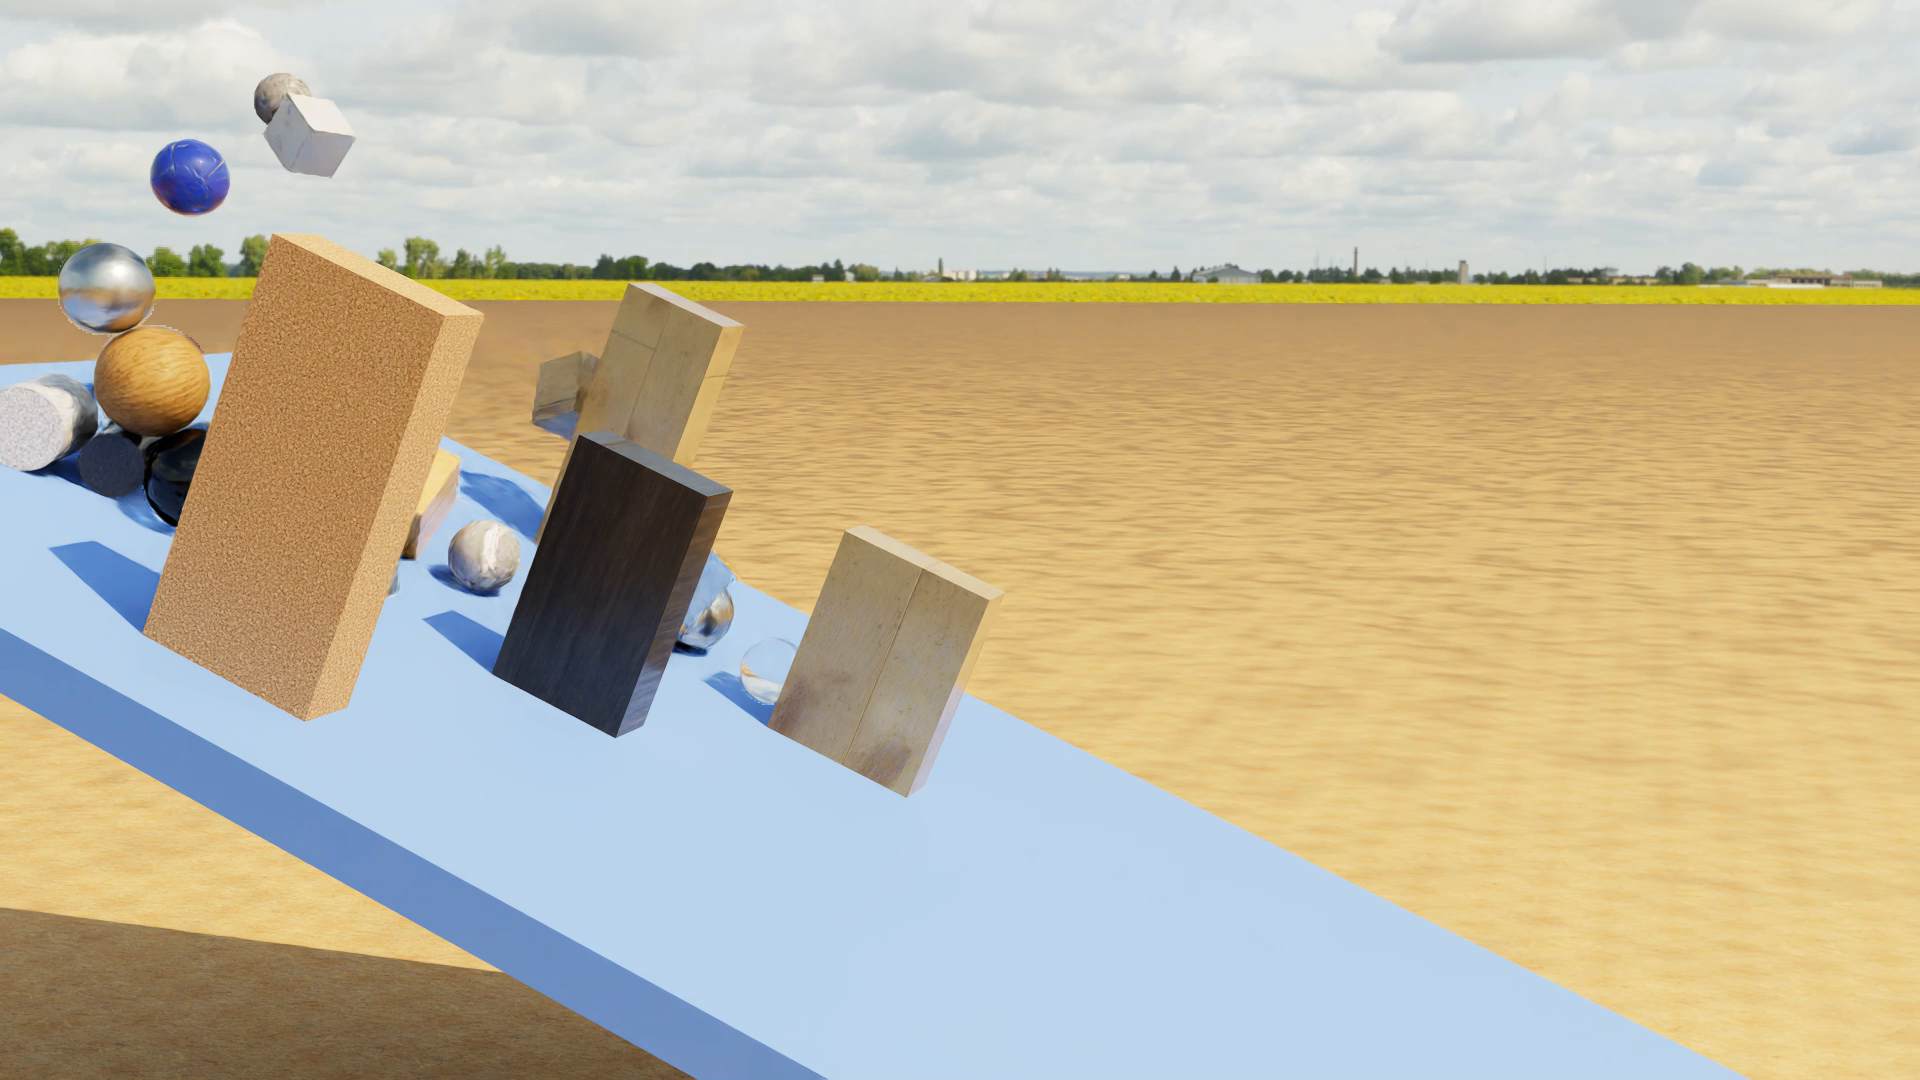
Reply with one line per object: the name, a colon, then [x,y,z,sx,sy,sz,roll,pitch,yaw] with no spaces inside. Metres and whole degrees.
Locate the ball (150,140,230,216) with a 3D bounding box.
ball: [-1.789,-0.841,5.111,0.178,0.178,0.178,0,7,0]

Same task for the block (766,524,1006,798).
block: [-0.148,0.238,4.361,0.320,0.434,0.112,25,13,13]

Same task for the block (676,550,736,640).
block: [-0.611,0.052,4.386,0.197,0.197,0.197,39,-8,27]

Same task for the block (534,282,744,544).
block: [-0.714,-0.233,4.883,0.241,0.628,0.122,25,13,13]

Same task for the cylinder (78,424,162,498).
cylinder: [-1.606,-0.157,4.215,0.125,0.125,0.125,0,15,-3]

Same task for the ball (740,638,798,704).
ball: [-0.383,0.268,4.515,0.137,0.137,0.137,0,7,0]

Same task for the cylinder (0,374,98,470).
cylinder: [-1.749,-0.226,4.180,0.160,0.160,0.160,0,13,2]

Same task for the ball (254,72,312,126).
ball: [-1.449,-0.938,4.709,0.123,0.123,0.123,0,7,0]

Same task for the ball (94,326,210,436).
ball: [-1.532,-0.301,4.169,0.209,0.209,0.209,0,7,0]

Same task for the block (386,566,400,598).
block: [-1.109,0.017,3.837,0.180,0.180,0.180,-30,65,-29]

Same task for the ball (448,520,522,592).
ball: [-0.967,0.032,4.475,0.146,0.146,0.146,0,7,0]

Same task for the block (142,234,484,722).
block: [-1.060,-0.103,3.589,0.331,0.715,0.124,25,13,13]

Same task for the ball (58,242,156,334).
ball: [-1.594,-0.470,4.109,0.170,0.170,0.170,0,7,0]

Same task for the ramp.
ramp: [-0.295,0.517,4.188,4.000,0.100,2.000,25,13,13]

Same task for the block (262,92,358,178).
block: [-1.377,-0.856,4.658,0.116,0.116,0.116,-2,48,-54]

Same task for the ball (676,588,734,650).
ball: [-0.560,0.150,4.637,0.164,0.164,0.164,0,7,0]

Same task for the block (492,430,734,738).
block: [-0.642,0.079,4.056,0.272,0.489,0.118,25,13,13]

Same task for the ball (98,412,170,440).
ball: [-1.625,-0.217,4.353,0.152,0.152,0.152,0,7,0]

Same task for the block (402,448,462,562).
block: [-1.140,-0.097,4.490,0.165,0.165,0.165,26,51,0]

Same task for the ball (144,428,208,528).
ball: [-1.436,-0.112,4.155,0.200,0.200,0.200,0,7,0]

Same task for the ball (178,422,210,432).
ball: [-1.481,-0.153,4.327,0.162,0.162,0.162,0,7,0]

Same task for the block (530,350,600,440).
block: [-0.868,-0.325,5.042,0.149,0.149,0.149,-11,-25,38]
